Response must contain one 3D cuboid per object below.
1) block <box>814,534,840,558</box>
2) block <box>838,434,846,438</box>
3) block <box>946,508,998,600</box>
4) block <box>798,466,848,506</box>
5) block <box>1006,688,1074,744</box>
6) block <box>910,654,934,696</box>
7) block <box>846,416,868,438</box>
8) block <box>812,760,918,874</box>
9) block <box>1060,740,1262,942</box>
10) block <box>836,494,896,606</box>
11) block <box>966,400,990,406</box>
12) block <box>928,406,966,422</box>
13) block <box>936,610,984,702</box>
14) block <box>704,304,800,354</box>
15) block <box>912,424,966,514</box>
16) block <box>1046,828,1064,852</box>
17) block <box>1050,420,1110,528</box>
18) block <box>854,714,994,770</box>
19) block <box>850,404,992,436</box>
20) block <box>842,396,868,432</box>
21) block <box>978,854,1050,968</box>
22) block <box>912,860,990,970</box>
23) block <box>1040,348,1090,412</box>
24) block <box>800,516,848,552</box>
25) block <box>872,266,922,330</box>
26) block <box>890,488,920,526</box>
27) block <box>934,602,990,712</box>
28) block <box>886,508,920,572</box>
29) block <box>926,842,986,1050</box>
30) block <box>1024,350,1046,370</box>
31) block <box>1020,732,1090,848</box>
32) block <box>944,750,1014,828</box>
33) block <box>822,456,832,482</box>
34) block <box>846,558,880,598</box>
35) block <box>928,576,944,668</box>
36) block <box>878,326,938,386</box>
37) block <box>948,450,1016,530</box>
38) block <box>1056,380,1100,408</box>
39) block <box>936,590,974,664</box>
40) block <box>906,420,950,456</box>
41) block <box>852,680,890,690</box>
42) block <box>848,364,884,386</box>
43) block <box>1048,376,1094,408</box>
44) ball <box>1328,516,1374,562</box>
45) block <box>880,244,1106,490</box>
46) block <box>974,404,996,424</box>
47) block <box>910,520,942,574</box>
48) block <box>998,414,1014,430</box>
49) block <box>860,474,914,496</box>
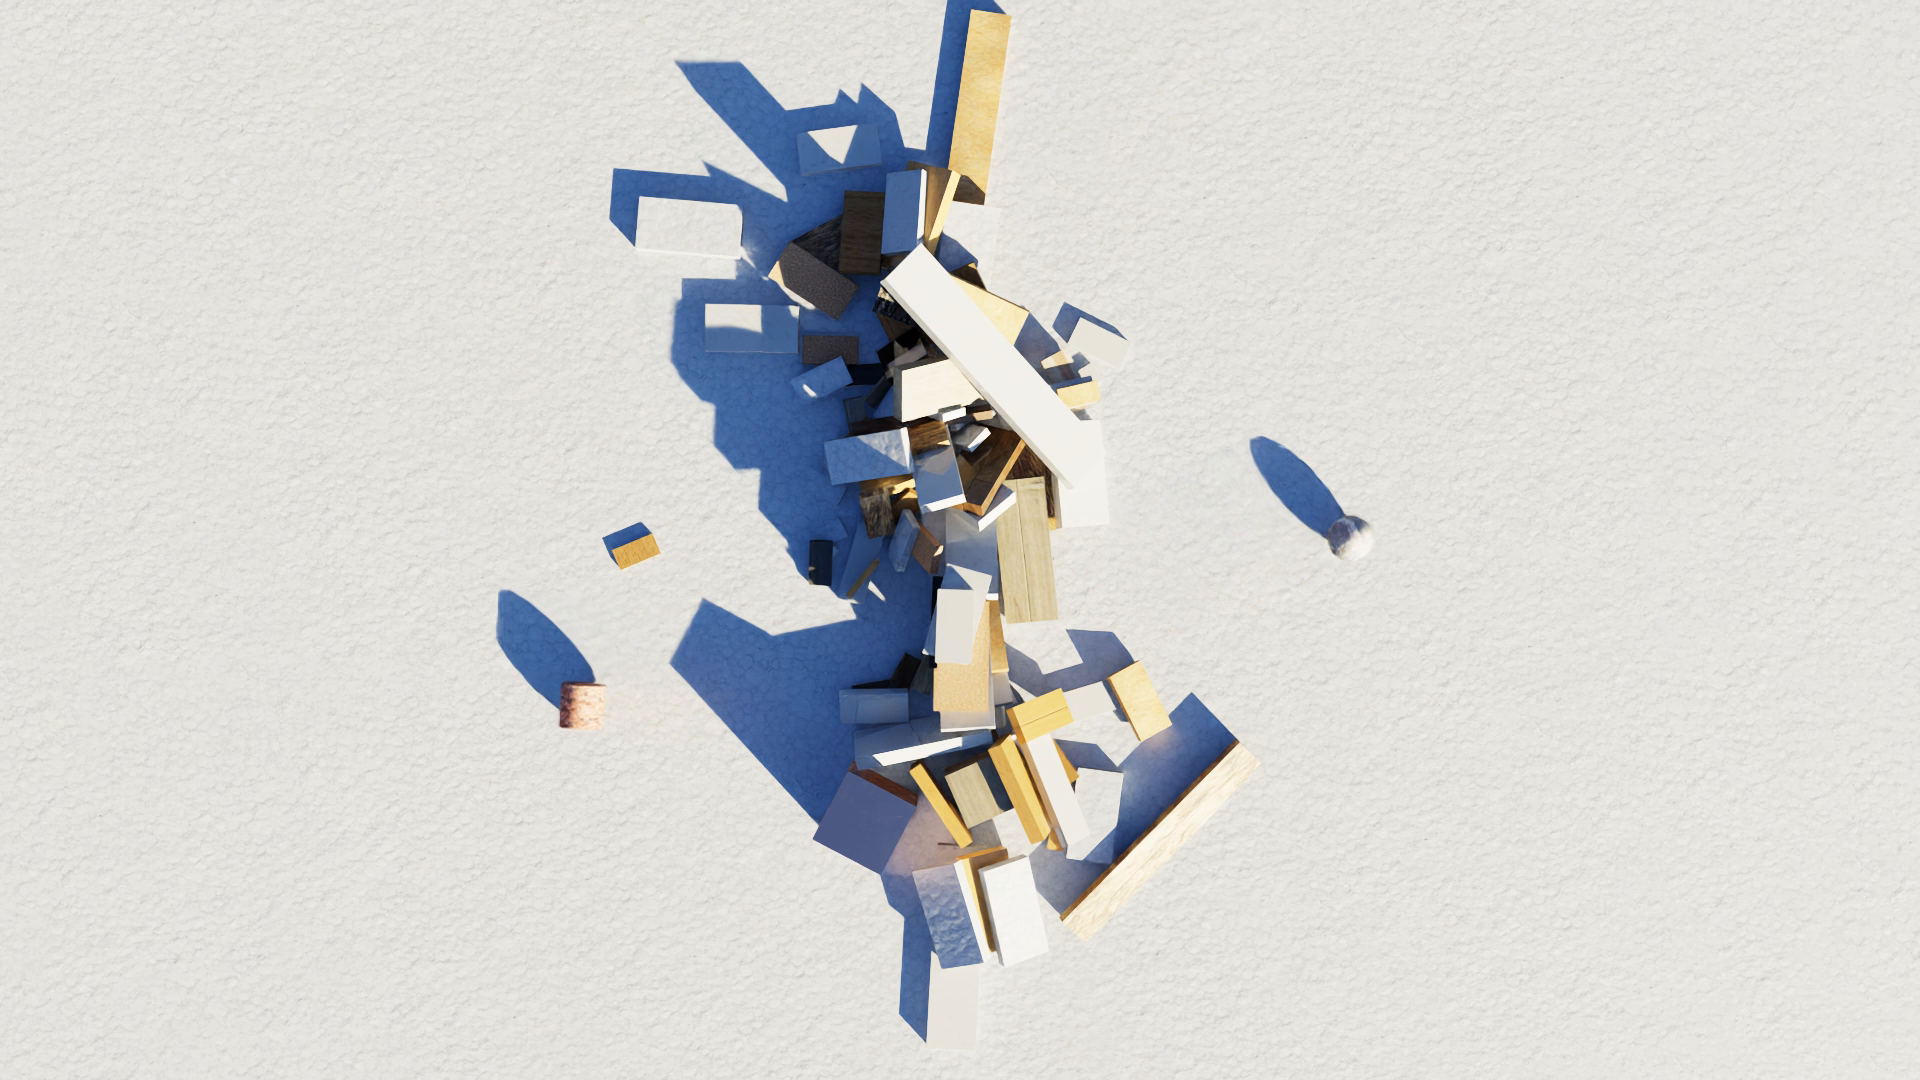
[{"bbox_3d":[-0.449,0.025,5.473,0.090,0.013,0.045,40,94,-11],"label":"block"},{"bbox_3d":[-0.373,-0.273,5.489,0.074,0.021,0.148,4,90,0],"label":"block"},{"bbox_3d":[0.037,0.032,5.312,0.165,0.047,0.330,-1,65,1],"label":"block"},{"bbox_3d":[-0.455,-0.180,5.489,0.148,0.021,0.074,27,90,0],"label":"block"},{"bbox_3d":[0.263,0.575,5.386,0.238,0.034,0.119,-17,83,-44],"label":"block"},{"bbox_3d":[-0.106,0.439,5.476,0.069,0.020,0.139,25,90,-25],"label":"block"},{"bbox_3d":[-0.334,-0.332,5.447,0.071,0.020,0.142,42,82,5],"label":"block"},{"bbox_3d":[-0.305,0.902,5.377,0.247,0.247,0.247,28,90,0],"label":"block"},{"bbox_3d":[0.664,0.997,5.463,0.831,0.034,0.119,-45,111,0],"label":"block"},{"bbox_3d":[-0.286,-0.060,5.469,0.091,0.026,0.553,17,94,0],"label":"block"},{"bbox_3d":[0.071,-0.461,5.446,0.101,0.050,0.014,-8,116,-1],"label":"block"},{"bbox_3d":[-0.079,-0.430,5.400,0.093,0.186,0.026,-20,118,-36],"label":"block"},{"bbox_3d":[0.002,0.360,5.151,0.144,0.041,0.287,1,88,1],"label":"block"},{"bbox_3d":[-0.690,-0.701,5.478,0.307,0.043,0.153,1,90,0],"label":"block"},{"bbox_3d":[-0.080,-0.229,5.295,0.144,0.041,0.297,-16,53,4],"label":"block"},{"bbox_3d":[0.325,0.974,5.492,0.054,0.015,0.116,9,91,-2],"label":"block"},{"bbox_3d":[0.390,-0.217,5.441,0.173,0.049,0.346,-5,89,-22],"label":"block"},{"bbox_3d":[-0.122,0.648,5.414,0.448,0.167,0.047,-12,115,0],"label":"block"},{"bbox_3d":[-0.126,-0.392,5.407,0.459,0.095,0.027,-10,116,-4],"label":"block"},{"bbox_3d":[-0.343,-0.406,5.478,0.068,0.019,0.137,-13,82,-3],"label":"block"},{"bbox_3d":[0.177,1.217,5.418,0.164,0.046,0.328,-15,97,-21],"label":"block"},{"bbox_3d":[-0.028,1.225,5.392,0.167,0.047,0.335,-17,90,30],"label":"block"},{"bbox_3d":[0.355,-0.524,5.458,0.095,0.027,0.203,-29,99,-1],"label":"block"},{"bbox_3d":[-0.450,-0.012,5.490,0.142,0.020,0.071,-28,90,0],"label":"block"},{"bbox_3d":[-0.114,-0.765,5.372,0.307,0.043,0.153,20,107,-4],"label":"block"},{"bbox_3d":[-0.183,-0.107,5.407,0.076,0.021,0.151,31,129,-28],"label":"block"},{"bbox_3d":[0.005,0.368,5.236,0.173,0.049,0.346,1,88,1],"label":"block"},{"bbox_3d":[-0.186,0.002,5.407,0.027,0.095,0.190,-1,131,-28],"label":"block"},{"bbox_3d":[-0.012,1.349,5.477,0.164,0.046,0.673,3,90,0],"label":"block"},{"bbox_3d":[0.106,-0.534,5.466,0.387,0.014,0.050,-22,90,0],"label":"block"},{"bbox_3d":[0.297,0.779,5.371,0.112,0.032,0.429,-18,84,-44],"label":"block"},{"bbox_3d":[0.072,0.809,5.408,0.184,0.184,0.184,-24,90,0],"label":"block"},{"bbox_3d":[-0.422,-0.238,5.473,0.045,0.013,0.090,-14,90,0],"label":"block"},{"bbox_3d":[-0.319,0.126,5.431,0.021,0.076,0.151,39,93,-2],"label":"block"},{"bbox_3d":[-0.020,0.260,5.195,0.144,0.041,0.287,2,88,1],"label":"block"},{"bbox_3d":[-0.153,-0.564,5.380,0.152,0.152,0.152,-32,134,10],"label":"block"},{"bbox_3d":[0.005,-0.175,5.366,0.165,0.047,0.330,-40,57,-23],"label":"block"},{"bbox_3d":[0.390,-0.477,5.418,0.134,0.019,0.067,-13,99,-3],"label":"block"},{"bbox_3d":[-0.016,0.266,5.077,0.113,0.032,0.225,2,88,1],"label":"block"},{"bbox_3d":[-0.134,-0.324,5.334,0.190,0.027,0.095,-16,53,4],"label":"block"},{"bbox_3d":[-0.287,0.507,5.490,0.139,0.020,0.069,-9,90,0],"label":"block"},{"bbox_3d":[-0.324,-0.550,5.490,0.137,0.019,0.068,-4,90,0],"label":"block"},{"bbox_3d":[0.353,-0.478,5.437,0.182,0.026,0.091,-14,99,-3],"label":"block"},{"bbox_3d":[1.284,-0.005,5.426,0.149,0.149,0.149,0,90,0],"label":"ball"},{"bbox_3d":[0.116,-0.550,5.296,0.910,0.049,0.173,47,71,-13],"label":"block"},{"bbox_3d":[0.107,-0.474,5.487,0.190,0.027,0.095,-44,90,0],"label":"block"},{"bbox_3d":[-0.127,0.012,5.349,0.027,0.301,0.095,4,108,-23],"label":"block"},{"bbox_3d":[0.199,-0.413,5.491,0.134,0.019,0.067,-22,90,0],"label":"block"},{"bbox_3d":[-0.191,-0.233,5.384,0.288,0.041,0.144,-19,56,2],"label":"block"}]
